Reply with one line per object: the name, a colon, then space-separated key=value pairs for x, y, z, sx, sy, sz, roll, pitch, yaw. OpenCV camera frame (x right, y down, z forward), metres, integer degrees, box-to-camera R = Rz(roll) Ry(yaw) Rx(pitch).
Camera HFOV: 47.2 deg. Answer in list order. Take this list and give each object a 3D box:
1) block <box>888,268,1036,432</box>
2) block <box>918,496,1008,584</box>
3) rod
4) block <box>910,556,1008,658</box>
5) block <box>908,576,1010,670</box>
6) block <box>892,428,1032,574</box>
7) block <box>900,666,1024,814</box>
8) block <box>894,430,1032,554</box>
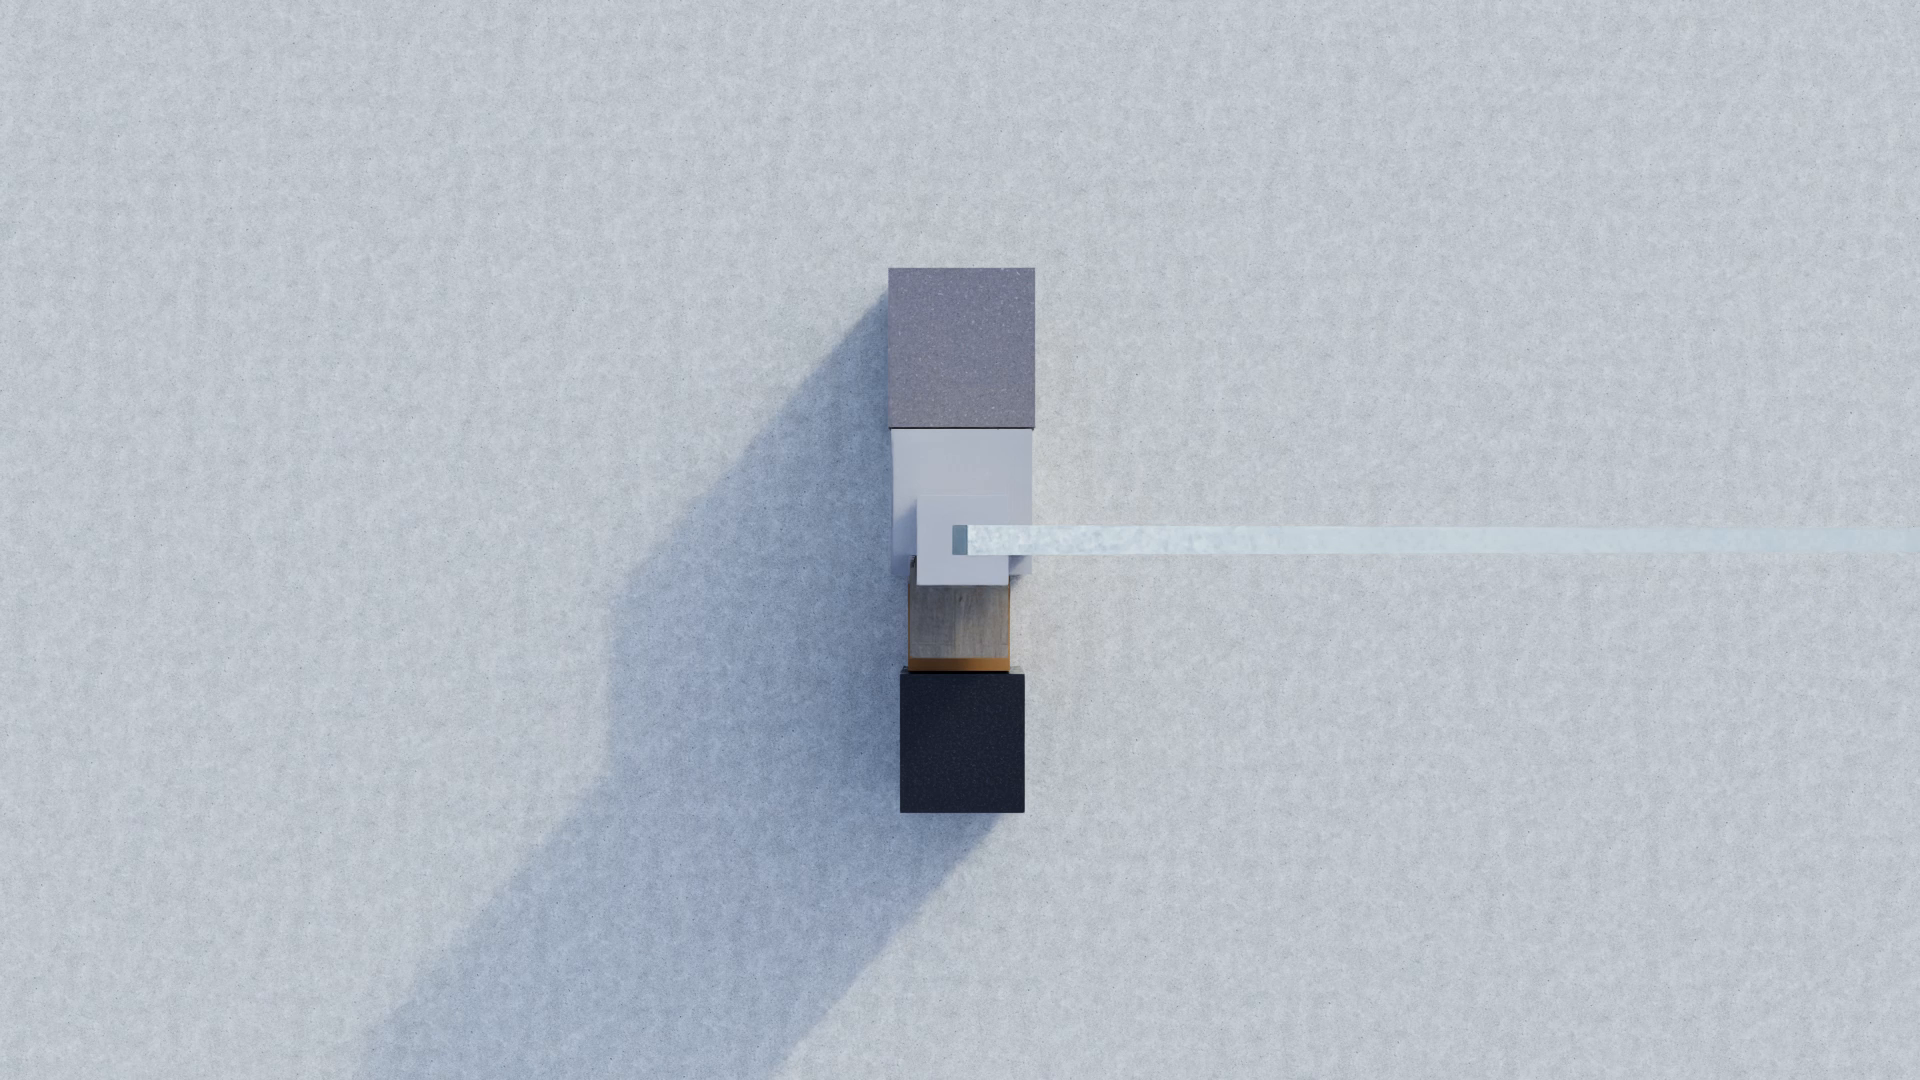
block: x=0.010 y=-1.073 z=12.624 sx=0.818 sy=0.753 sz=0.888 roll=0 pitch=90 yaw=0
block: x=0.014 y=0.000 z=11.353 sx=0.463 sy=0.427 sz=0.451 roll=0 pitch=90 yaw=0
rod: x=2.234 y=0.000 z=7.214 sx=5.200 sy=0.080 sz=0.080 roll=0 pitch=90 yaw=-31
block: x=-0.005 y=0.359 z=11.985 sx=0.526 sy=0.561 sz=0.488 roll=0 pitch=95 yaw=0
block: x=-0.005 y=0.468 z=12.678 sx=0.571 sy=0.644 sz=0.533 roll=0 pitch=90 yaw=0
block: x=0.009 y=-0.214 z=12.625 sx=0.784 sy=0.750 sz=0.810 roll=0 pitch=90 yaw=0
block: x=0.014 y=1.131 z=12.606 sx=0.694 sy=0.788 sz=0.772 roll=0 pitch=90 yaw=0
block: x=0.015 y=-0.249 z=11.908 sx=0.729 sy=0.684 sz=0.656 roll=0 pitch=90 yaw=0
